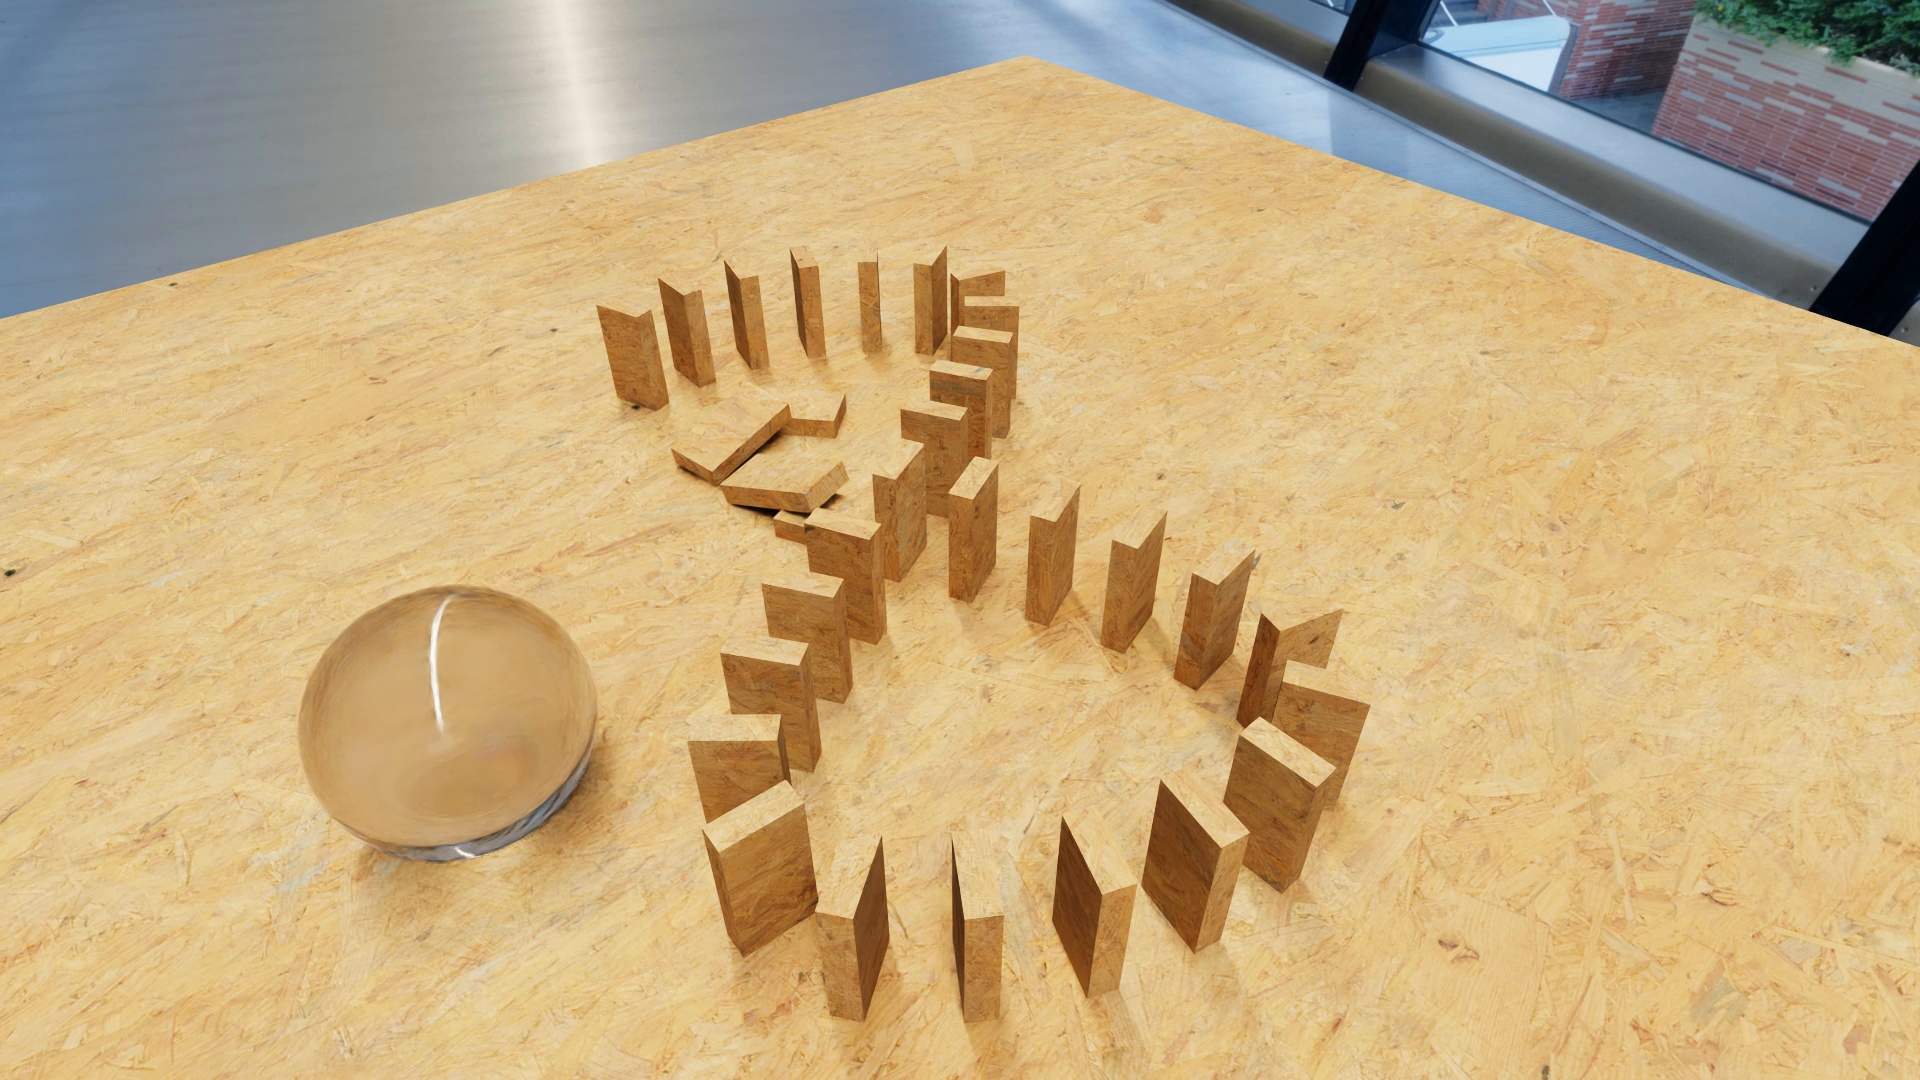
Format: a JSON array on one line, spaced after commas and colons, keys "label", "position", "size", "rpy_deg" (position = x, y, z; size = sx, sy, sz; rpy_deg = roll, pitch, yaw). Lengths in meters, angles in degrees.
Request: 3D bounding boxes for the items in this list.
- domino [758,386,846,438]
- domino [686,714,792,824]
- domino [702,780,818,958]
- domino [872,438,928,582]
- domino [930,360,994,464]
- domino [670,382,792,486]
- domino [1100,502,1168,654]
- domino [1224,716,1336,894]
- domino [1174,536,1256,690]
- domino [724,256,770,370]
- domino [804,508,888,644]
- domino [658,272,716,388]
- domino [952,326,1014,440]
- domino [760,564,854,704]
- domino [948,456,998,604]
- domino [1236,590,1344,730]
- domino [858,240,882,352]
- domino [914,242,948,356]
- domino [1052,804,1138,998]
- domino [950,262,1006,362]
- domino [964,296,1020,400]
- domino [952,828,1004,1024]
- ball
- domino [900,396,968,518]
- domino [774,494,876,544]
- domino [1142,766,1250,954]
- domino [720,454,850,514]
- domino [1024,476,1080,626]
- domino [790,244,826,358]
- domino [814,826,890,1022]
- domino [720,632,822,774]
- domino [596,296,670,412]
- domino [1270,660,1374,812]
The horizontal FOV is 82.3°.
[{"label": "domino", "position": [-0.081, -0.061, 0.517], "size": [0.050, 0.010, 0.025], "rpy_deg": [5, 40, 6]}, {"label": "domino", "position": [-0.063, 0.072, 0.324], "size": [0.025, 0.050, 0.010], "rpy_deg": [0, 39, 0]}, {"label": "domino", "position": [-0.054, 0.091, 0.301], "size": [0.025, 0.050, 0.009], "rpy_deg": [-26, 46, -28]}, {"label": "domino", "position": [-0.023, -0.011, 0.425], "size": [0.010, 0.050, 0.025], "rpy_deg": [15, 42, 18]}, {"label": "domino", "position": [0.001, -0.052, 0.475], "size": [0.025, 0.050, 0.009], "rpy_deg": [13, 41, 15]}, {"label": "domino", "position": [-0.102, -0.048, 0.493], "size": [0.025, 0.010, 0.050], "rpy_deg": [29, 58, 22]}, {"label": "domino", "position": [0.062, 0.014, 0.394], "size": [0.010, 0.050, 0.025], "rpy_deg": [22, 44, 24]}, {"label": "domino", "position": [0.090, 0.077, 0.317], "size": [0.009, 0.050, 0.025], "rpy_deg": [-30, 48, -32]}, {"label": "domino", "position": [0.088, 0.026, 0.380], "size": [0.010, 0.050, 0.025], "rpy_deg": [29, 47, 31]}, {"label": "domino", "position": [-0.107, -0.113, 0.550], "size": [0.010, 0.050, 0.025], "rpy_deg": [-18, 43, -20]}, {"label": "domino", "position": [-0.040, 0.014, 0.395], "size": [0.025, 0.050, 0.010], "rpy_deg": [14, 41, 17]}, {"label": "domino", "position": [-0.133, -0.102, 0.536], "size": [0.010, 0.050, 0.025], "rpy_deg": [-28, 47, -30]}, {"label": "domino", "position": [0.010, -0.071, 0.498], "size": [0.025, 0.050, 0.009], "rpy_deg": [10, 40, 11]}, {"label": "domino", "position": [-0.051, 0.033, 0.372], "size": [0.025, 0.050, 0.010], "rpy_deg": [11, 40, 13]}, {"label": "domino", "position": [0.005, -0.003, 0.416], "size": [0.010, 0.050, 0.025], "rpy_deg": [15, 42, 18]}, {"label": "domino", "position": [0.108, 0.041, 0.361], "size": [0.025, 0.050, 0.009], "rpy_deg": [-17, 42, -19]}, {"label": "domino", "position": [-0.046, -0.125, 0.564], "size": [0.010, 0.050, 0.025], "rpy_deg": [-2, 39, -2]}, {"label": "domino", "position": [-0.015, -0.123, 0.561], "size": [0.009, 0.050, 0.025], "rpy_deg": [11, 41, 13]}, {"label": "domino", "position": [0.035, 0.097, 0.293], "size": [0.010, 0.050, 0.025], "rpy_deg": [-12, 41, -14]}, {"label": "domino", "position": [0.009, -0.110, 0.546], "size": [0.025, 0.050, 0.010], "rpy_deg": [-17, 42, -20]}, {"label": "domino", "position": [0.015, -0.091, 0.522], "size": [0.025, 0.050, 0.009], "rpy_deg": [0, 39, 0]}, {"label": "domino", "position": [0.004, 0.101, 0.288], "size": [0.009, 0.050, 0.025], "rpy_deg": [-5, 40, -6]}, {"label": "ball", "position": [-0.148, 0.053, 0.323], "size": [0.080, 0.080, 0.080], "rpy_deg": [0, 39, 0]}, {"label": "domino", "position": [-0.010, -0.033, 0.452], "size": [0.025, 0.050, 0.010], "rpy_deg": [13, 41, 15]}, {"label": "domino", "position": [-0.048, -0.006, 0.451], "size": [0.050, 0.009, 0.025], "rpy_deg": [15, 42, 18]}, {"label": "domino", "position": [0.064, 0.089, 0.303], "size": [0.009, 0.050, 0.025], "rpy_deg": [-20, 43, -22]}, {"label": "domino", "position": [-0.074, -0.024, 0.461], "size": [0.050, 0.010, 0.025], "rpy_deg": [7, 39, 36]}, {"label": "domino", "position": [0.034, 0.005, 0.406], "size": [0.010, 0.050, 0.025], "rpy_deg": [16, 42, 19]}, {"label": "domino", "position": [-0.077, -0.121, 0.559], "size": [0.009, 0.050, 0.025], "rpy_deg": [-11, 41, -13]}, {"label": "domino", "position": [-0.027, 0.101, 0.288], "size": [0.010, 0.050, 0.025], "rpy_deg": [8, 40, 10]}, {"label": "domino", "position": [-0.059, 0.052, 0.348], "size": [0.025, 0.050, 0.009], "rpy_deg": [8, 40, 10]}, {"label": "domino", "position": [-0.154, -0.087, 0.518], "size": [0.025, 0.050, 0.010], "rpy_deg": [20, 43, 23]}, {"label": "domino", "position": [0.108, 0.061, 0.337], "size": [0.025, 0.050, 0.010], "rpy_deg": [14, 41, 16]}]
